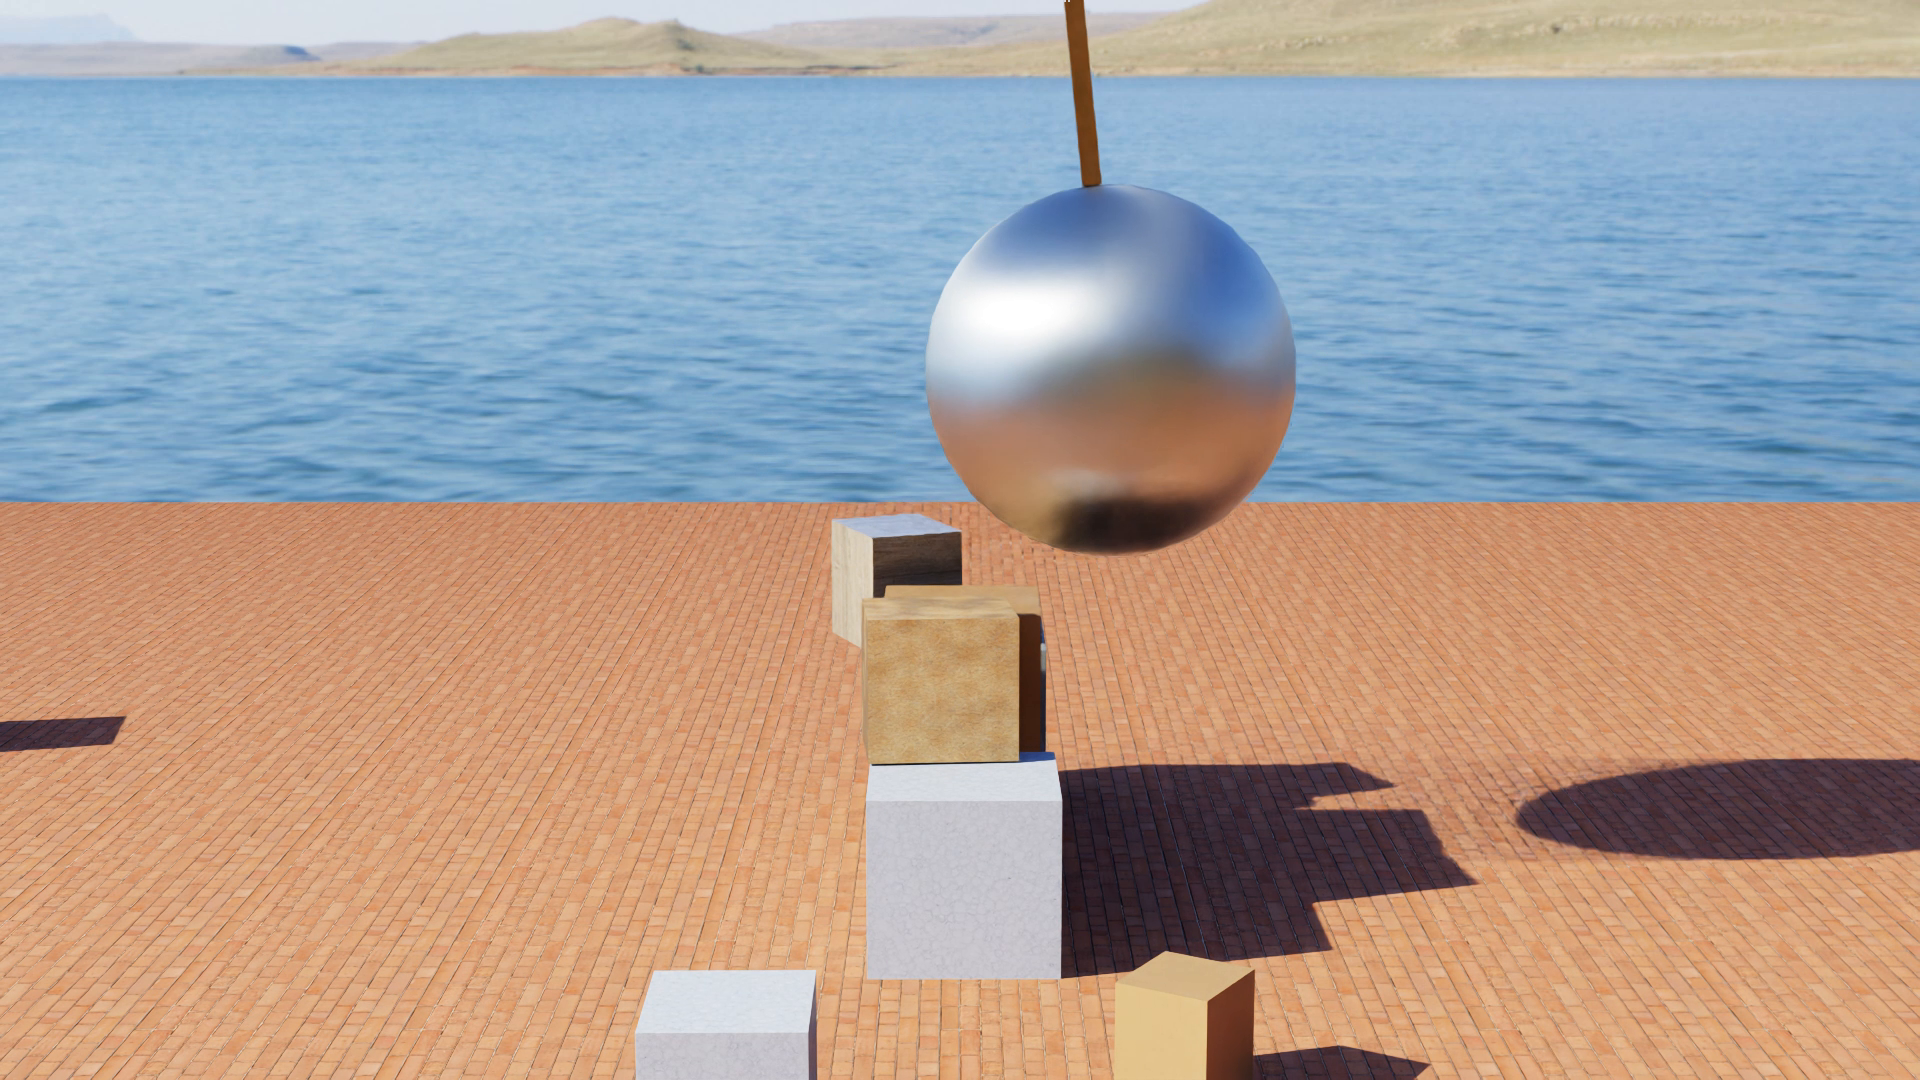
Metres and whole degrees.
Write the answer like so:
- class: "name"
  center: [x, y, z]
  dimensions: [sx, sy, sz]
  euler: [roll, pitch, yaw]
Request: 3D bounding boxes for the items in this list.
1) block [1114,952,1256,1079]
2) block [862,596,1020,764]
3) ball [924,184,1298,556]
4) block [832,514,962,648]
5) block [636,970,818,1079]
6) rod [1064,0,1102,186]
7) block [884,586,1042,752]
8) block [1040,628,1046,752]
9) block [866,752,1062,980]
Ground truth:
- class: "block"
  center: [0.781, 1.718, 8.911]
  dimensions: [0.349, 0.431, 0.377]
  euler: [6, 12, 31]
- class: "block"
  center: [-0.090, 0.576, 10.711]
  dimensions: [0.616, 0.593, 0.577]
  euler: [-1, 8, -5]
- class: "ball"
  center: [0.647, -0.728, 11.048]
  dimensions: [1.600, 1.600, 1.600]
  euler: [0, 10, 0]
- class: "block"
  center: [-0.301, 0.200, 12.098]
  dimensions: [0.447, 0.547, 0.538]
  euler: [-4, 11, -23]
- class: "block"
  center: [-0.749, 1.760, 8.353]
  dimensions: [0.541, 0.548, 0.566]
  euler: [0, 10, -1]
- class: "rod"
  center: [0.280, -4.054, 10.443]
  dimensions: [0.080, 5.200, 0.080]
  euler: [-6, 10, 1]
- class: "block"
  center: [0.007, 0.564, 11.367]
  dimensions: [0.686, 0.607, 0.647]
  euler: [0, 10, 0]
- class: "block"
  center: [-0.010, 0.871, 12.359]
  dimensions: [0.821, 0.865, 0.774]
  euler: [0, 10, 0]
- class: "block"
  center: [0.014, 1.303, 10.372]
  dimensions: [0.762, 0.725, 0.730]
  euler: [0, 10, 0]
